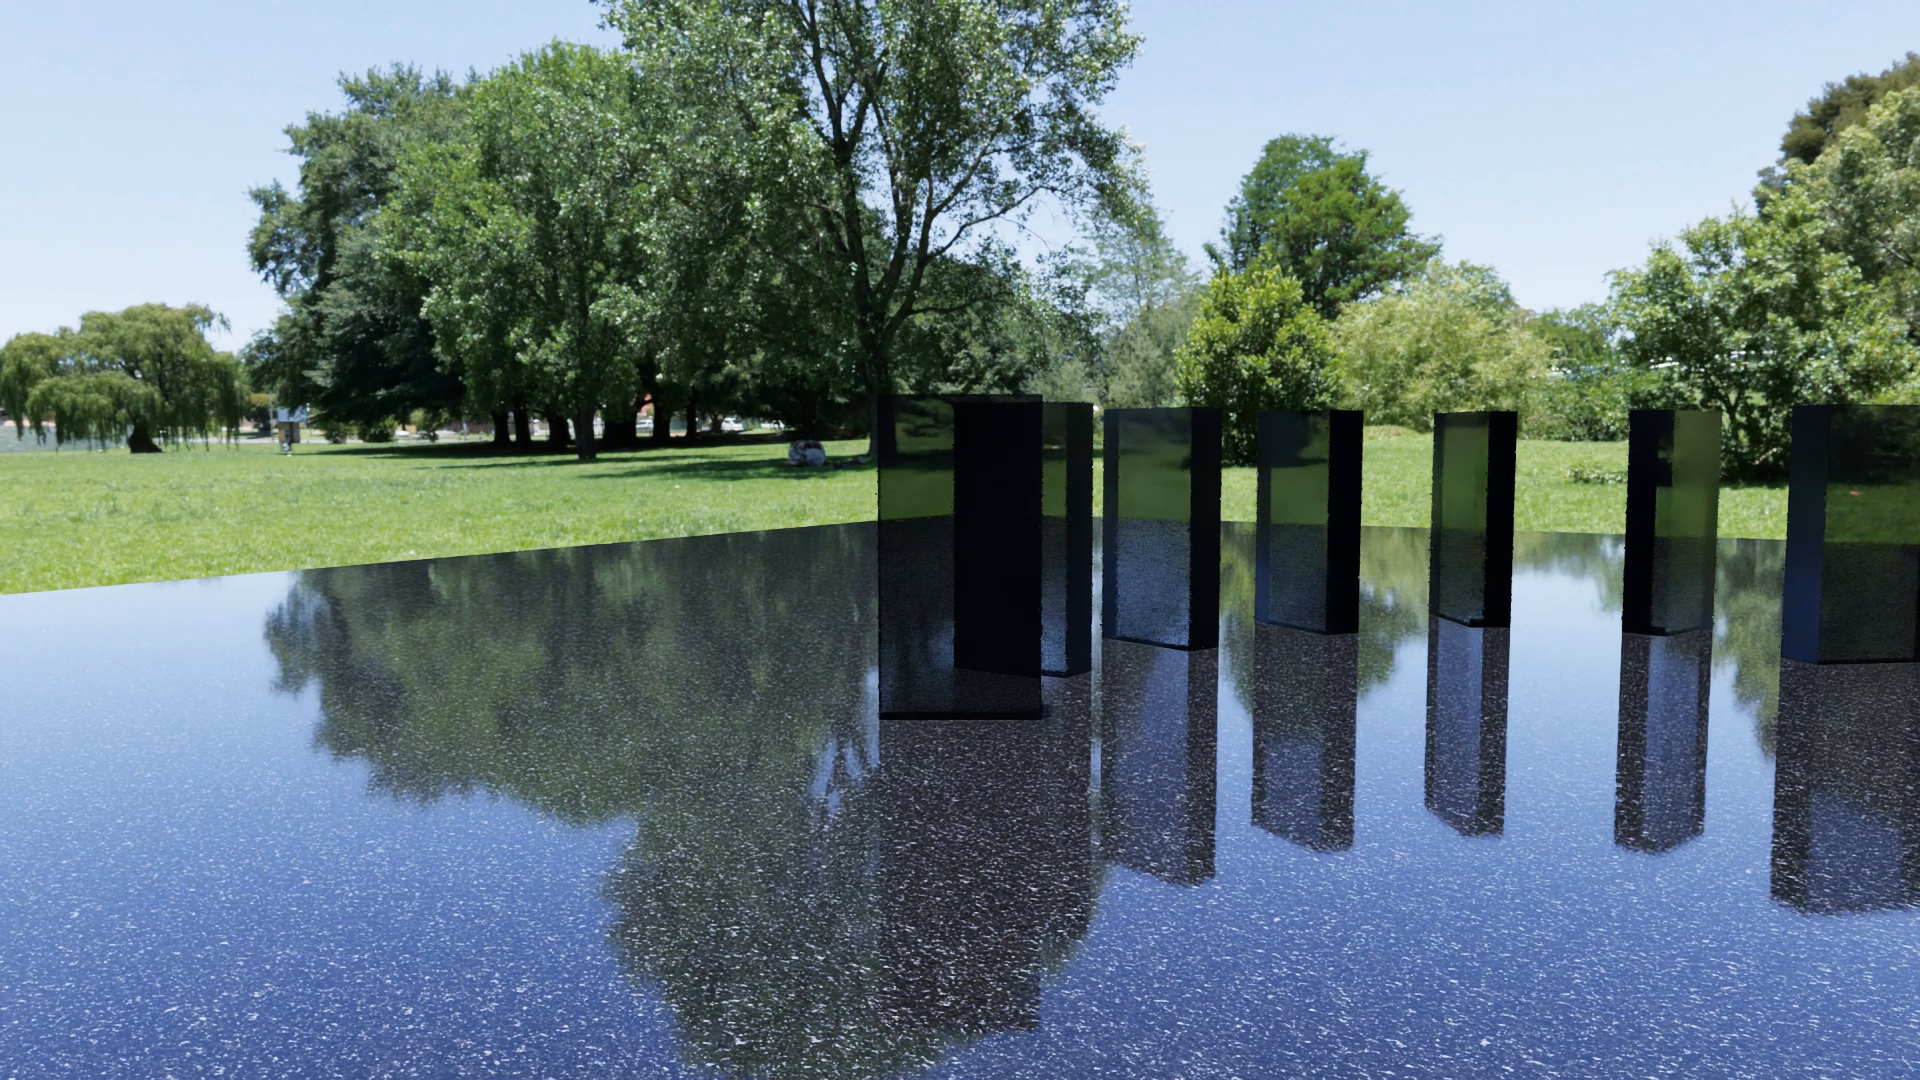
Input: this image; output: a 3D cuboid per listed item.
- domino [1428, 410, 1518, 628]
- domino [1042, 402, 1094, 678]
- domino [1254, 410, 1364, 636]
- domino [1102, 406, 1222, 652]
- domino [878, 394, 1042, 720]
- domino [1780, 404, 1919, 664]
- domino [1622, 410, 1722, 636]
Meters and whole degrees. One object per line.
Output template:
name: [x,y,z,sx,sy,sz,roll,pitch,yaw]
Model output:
domino: [0.123,-0.006,0.308,0.009,0.050,0.025,0,4,-1]
domino: [0.012,-0.001,0.242,0.025,0.050,0.009,3,5,36]
domino: [0.080,-0.005,0.297,0.010,0.050,0.025,-2,5,-25]
domino: [0.043,-0.003,0.274,0.009,0.050,0.025,-3,5,-39]
domino: [0.000,0.002,0.201,0.025,0.050,0.009,0,4,0]
domino: [0.177,-0.001,0.252,0.025,0.050,0.009,-1,4,-7]
domino: [0.163,-0.004,0.293,0.025,0.050,0.009,-3,5,-38]
